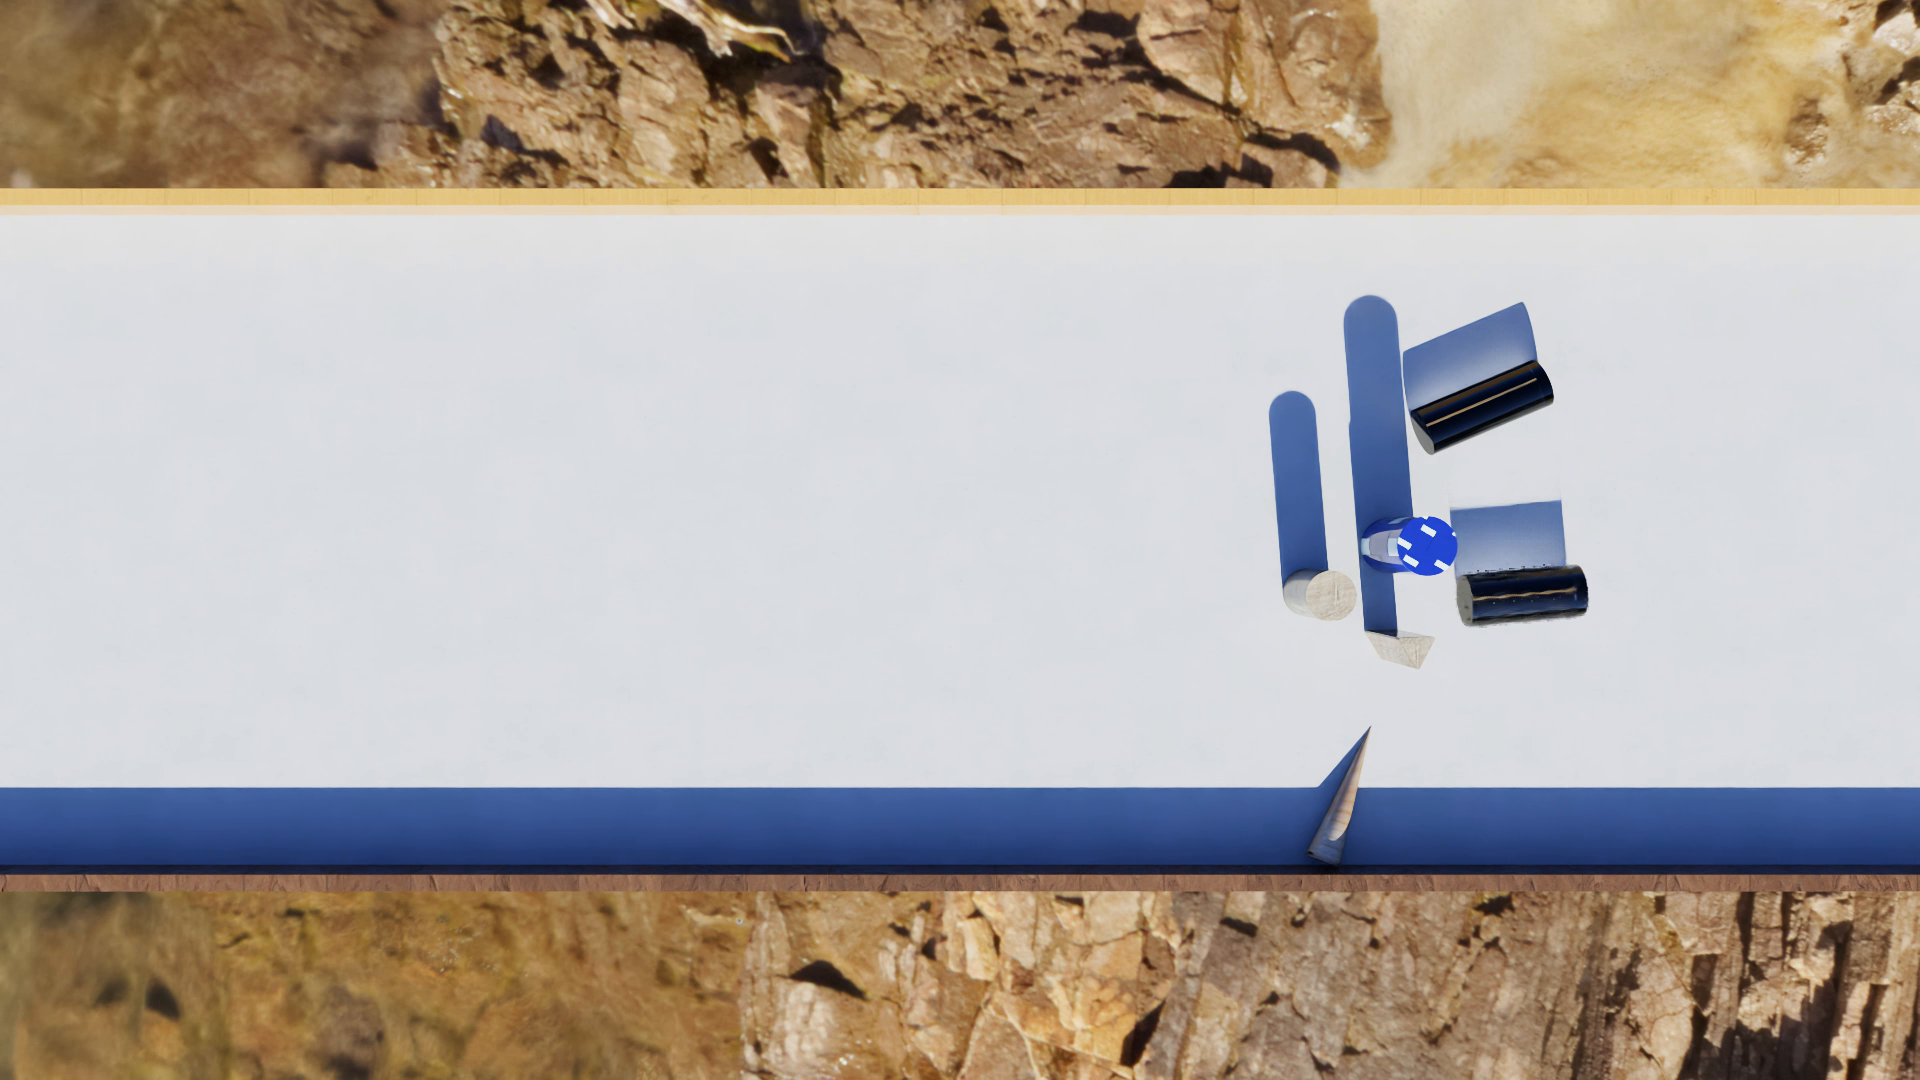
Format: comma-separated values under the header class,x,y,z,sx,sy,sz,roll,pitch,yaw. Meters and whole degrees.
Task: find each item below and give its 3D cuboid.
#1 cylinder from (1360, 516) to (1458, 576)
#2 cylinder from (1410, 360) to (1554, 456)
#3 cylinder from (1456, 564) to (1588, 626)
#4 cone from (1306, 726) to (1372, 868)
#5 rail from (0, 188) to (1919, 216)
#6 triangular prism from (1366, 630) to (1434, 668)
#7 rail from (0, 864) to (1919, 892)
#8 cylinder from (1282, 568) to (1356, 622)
class,x,y,z,sx,sy,sz,roll,pitch,yaw
cylinder,1.318,0.017,4.862,0.169,0.429,0.169,0,90,0
cylinder,1.582,-0.402,5.002,0.391,0.150,0.150,-23,90,0
cylinder,1.701,0.169,4.997,0.345,0.159,0.159,-5,90,0
cone,1.186,0.772,5.049,0.109,0.109,0.449,22,83,0
rail,-2.247,-1.025,5.002,12.000,0.150,0.050,0,90,0
triangular prism,1.310,0.300,4.876,0.088,0.401,0.101,-32,90,0
rail,-2.247,1.025,5.001,12.000,0.150,0.050,0,90,0
cylinder,1.066,0.161,4.906,0.147,0.342,0.147,0,90,0
